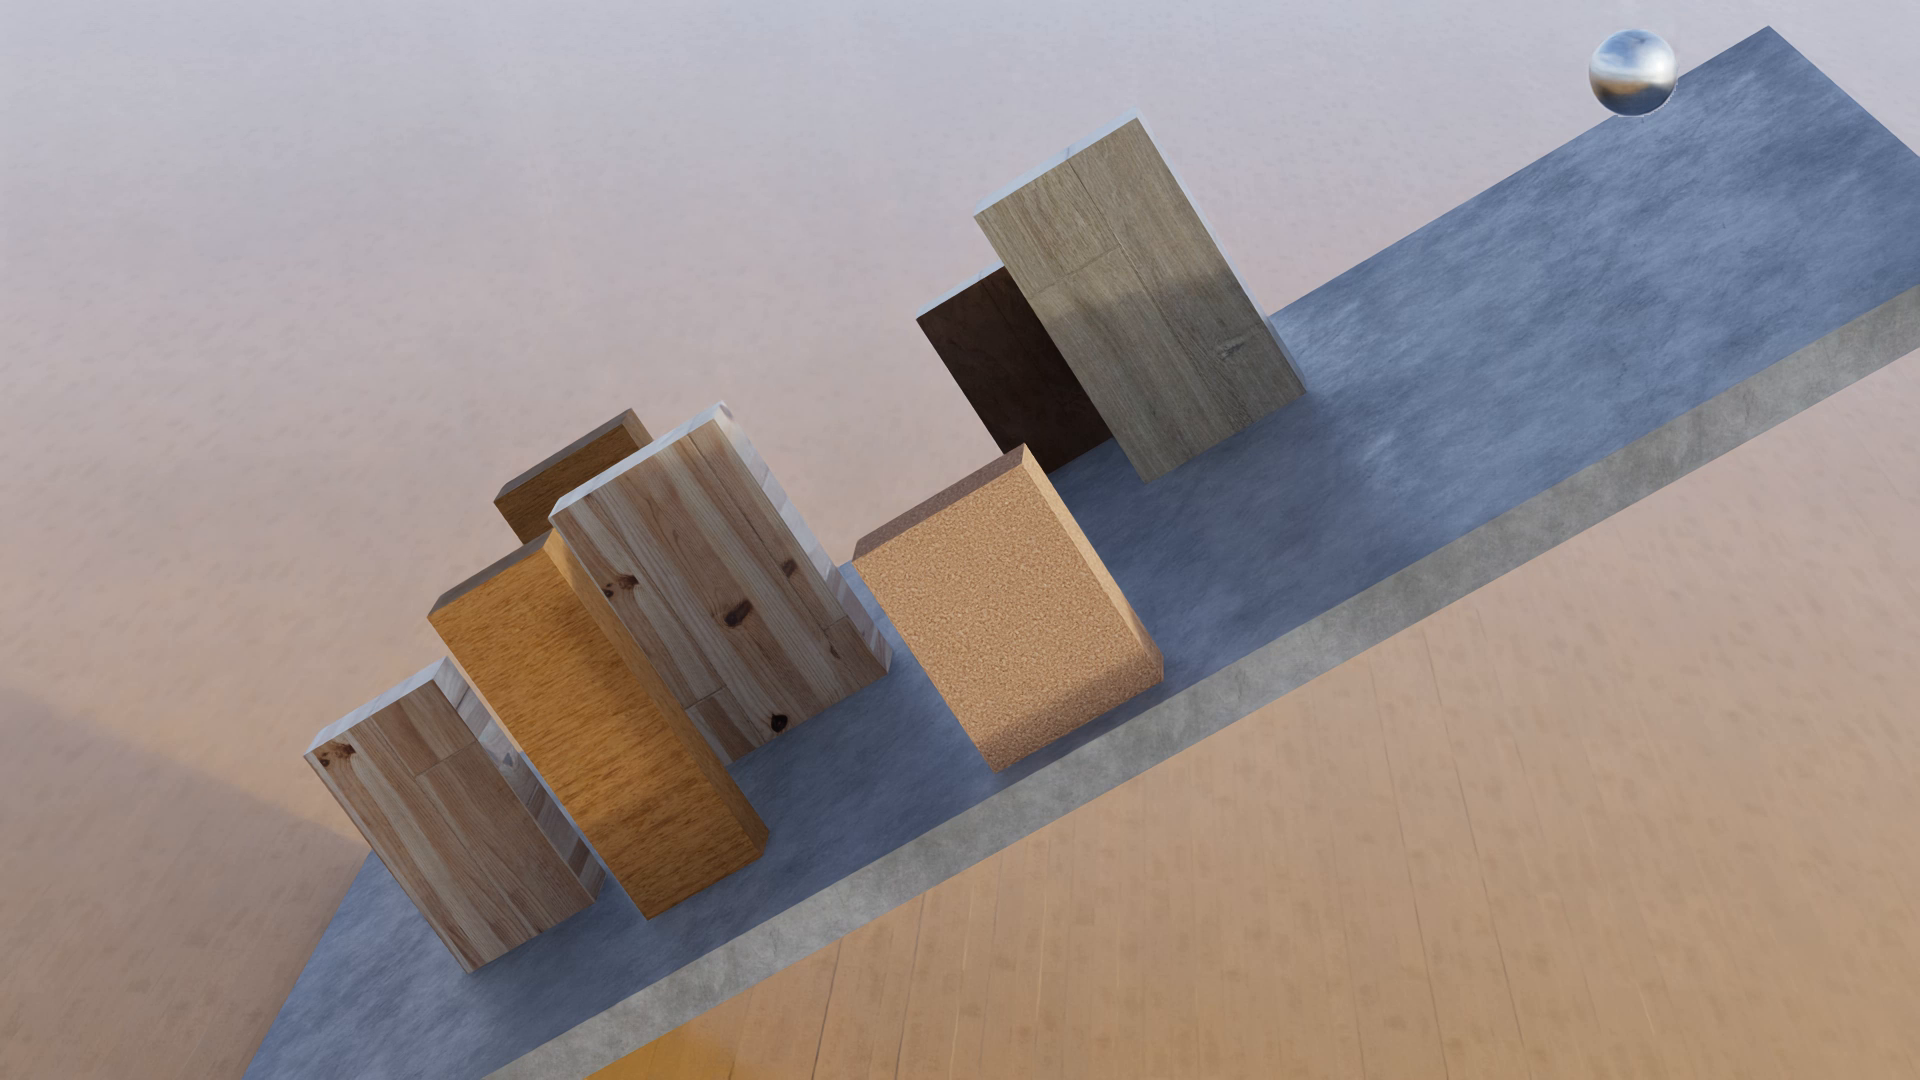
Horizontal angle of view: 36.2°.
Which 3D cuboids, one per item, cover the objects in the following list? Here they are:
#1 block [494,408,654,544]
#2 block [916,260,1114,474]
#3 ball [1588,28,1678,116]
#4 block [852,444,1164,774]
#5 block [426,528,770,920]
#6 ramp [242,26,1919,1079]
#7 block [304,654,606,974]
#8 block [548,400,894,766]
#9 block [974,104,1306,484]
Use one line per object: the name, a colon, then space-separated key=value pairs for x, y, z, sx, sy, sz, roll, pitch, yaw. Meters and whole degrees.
block: x=-0.751 y=0.070 z=6.966 sx=0.369 sy=0.670 sz=0.126 roll=-30 pitch=15 yaw=13
block: x=0.189 y=-0.428 z=6.929 sx=0.381 sy=0.486 sz=0.092 roll=-30 pitch=15 yaw=13
ball: x=1.248 y=-0.867 z=5.454 sx=0.161 sy=0.161 sz=0.161 roll=0 pitch=20 yaw=0
block: x=0.090 y=0.128 z=5.382 sx=0.363 sy=0.486 sz=0.120 roll=-30 pitch=15 yaw=13
block: x=-0.703 y=0.366 z=5.767 sx=0.276 sy=0.755 sz=0.117 roll=-30 pitch=15 yaw=13
ramp: x=0.141 y=0.170 z=6.292 sx=4.000 sy=0.100 sz=2.000 roll=-30 pitch=15 yaw=13
block: x=-1.053 y=0.578 z=6.158 sx=0.334 sy=0.587 sz=0.129 roll=-30 pitch=15 yaw=13
block: x=-0.513 y=0.099 z=6.366 sx=0.430 sy=0.675 sz=0.131 roll=-30 pitch=15 yaw=13
block: x=0.393 y=-0.526 z=6.376 sx=0.408 sy=0.708 sz=0.130 roll=-30 pitch=15 yaw=13
